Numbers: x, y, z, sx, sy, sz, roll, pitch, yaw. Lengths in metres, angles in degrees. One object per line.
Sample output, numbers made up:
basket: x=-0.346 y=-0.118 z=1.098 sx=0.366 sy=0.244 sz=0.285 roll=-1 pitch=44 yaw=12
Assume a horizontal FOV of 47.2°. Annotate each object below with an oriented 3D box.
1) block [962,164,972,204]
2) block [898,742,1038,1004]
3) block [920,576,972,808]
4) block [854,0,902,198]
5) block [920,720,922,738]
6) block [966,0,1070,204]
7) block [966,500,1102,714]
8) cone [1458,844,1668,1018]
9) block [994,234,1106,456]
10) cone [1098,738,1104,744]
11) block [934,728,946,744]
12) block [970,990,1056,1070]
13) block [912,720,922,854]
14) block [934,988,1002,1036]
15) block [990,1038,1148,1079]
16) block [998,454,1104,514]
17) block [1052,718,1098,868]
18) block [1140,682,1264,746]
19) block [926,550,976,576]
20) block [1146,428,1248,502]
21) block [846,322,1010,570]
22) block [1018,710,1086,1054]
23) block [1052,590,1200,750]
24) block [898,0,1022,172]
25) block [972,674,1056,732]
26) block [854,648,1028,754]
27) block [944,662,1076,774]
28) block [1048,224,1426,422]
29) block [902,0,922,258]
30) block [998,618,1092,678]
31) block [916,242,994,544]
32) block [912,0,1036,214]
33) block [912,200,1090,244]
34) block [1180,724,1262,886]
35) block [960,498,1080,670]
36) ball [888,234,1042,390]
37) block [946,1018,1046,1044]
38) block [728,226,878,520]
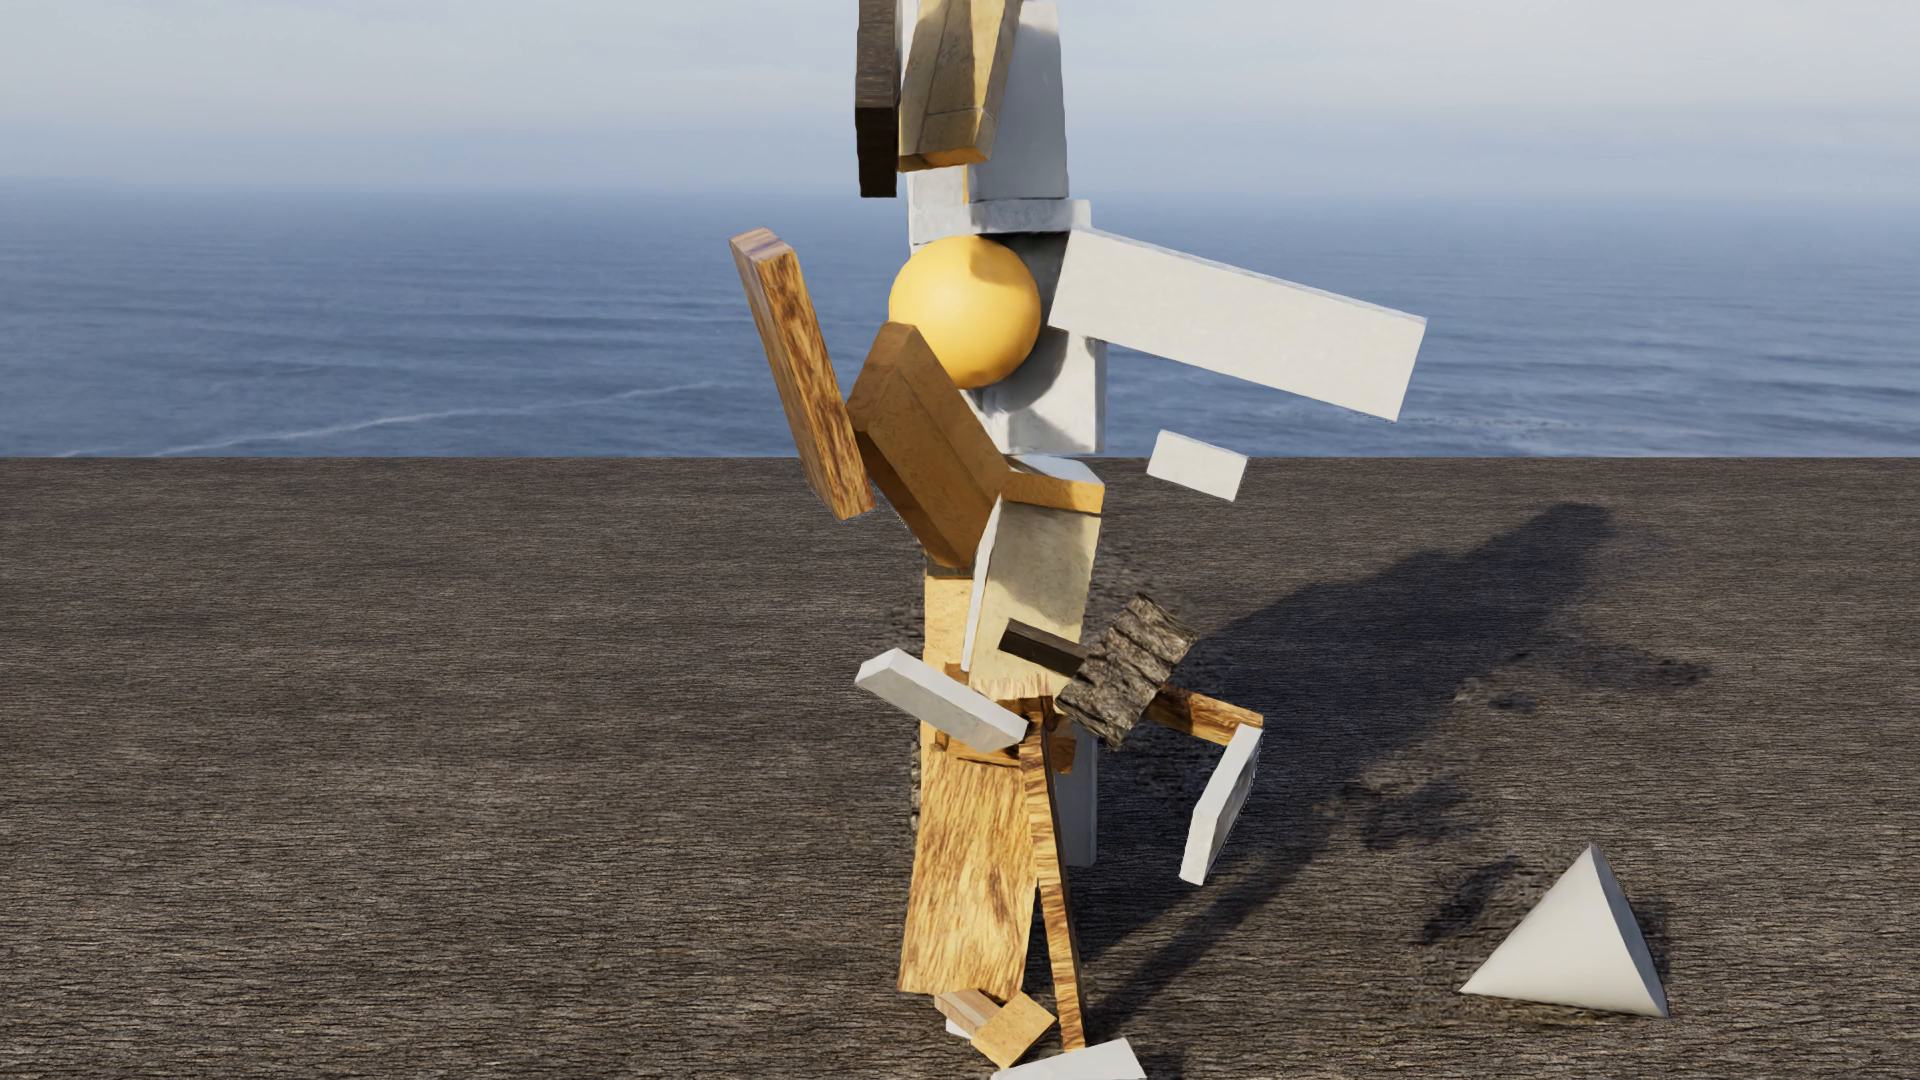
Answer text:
block: x=0.042 y=-0.584 z=3.394 sx=0.072 sy=0.145 sz=0.021 roll=-4 pitch=13 yaw=-18
block: x=0.021 y=0.485 z=3.192 sx=0.179 sy=0.357 sz=0.051 roll=8 pitch=7 yaw=-1
block: x=0.007 y=0.251 z=3.496 sx=0.131 sy=0.405 sz=0.037 roll=1 pitch=7 yaw=0
block: x=-0.105 y=-0.630 z=2.873 sx=0.047 sy=0.332 sz=0.166 roll=0 pitch=-32 yaw=1
block: x=0.025 y=0.286 z=3.742 sx=0.133 sy=0.038 sz=0.266 roll=2 pitch=10 yaw=10
block: x=0.078 y=-0.644 z=3.235 sx=0.144 sy=0.287 sz=0.041 roll=-4 pitch=3 yaw=-18
block: x=0.106 y=0.097 z=3.219 sx=0.148 sy=0.295 sz=0.042 roll=11 pitch=-4 yaw=-4
cone: x=0.850 y=0.615 z=3.209 sx=0.265 sy=0.265 sz=0.265 roll=-25 pitch=3 yaw=18
block: x=0.137 y=-0.294 z=3.326 sx=0.164 sy=0.329 sz=0.047 roll=1 pitch=0 yaw=25
cone: x=0.329 y=0.331 z=4.482 sx=0.177 sy=0.177 sz=0.177 roll=-5 pitch=0 yaw=-25
block: x=0.032 y=0.441 z=3.422 sx=0.179 sy=0.357 sz=0.051 roll=8 pitch=7 yaw=-3
block: x=0.074 y=0.675 z=3.028 sx=0.063 sy=0.018 sz=0.127 roll=35 pitch=33 yaw=17
block: x=0.013 y=0.441 z=3.941 sx=0.193 sy=0.193 sz=0.193 roll=0 pitch=11 yaw=1
block: x=0.020 y=0.667 z=3.104 sx=0.063 sy=0.018 sz=0.127 roll=-5 pitch=12 yaw=-26
block: x=0.146 y=0.707 z=2.804 sx=0.203 sy=0.029 sz=0.102 roll=-7 pitch=51 yaw=-32
block: x=0.125 y=-0.092 z=3.321 sx=0.148 sy=0.042 sz=0.295 roll=8 pitch=8 yaw=-5
block: x=0.169 y=0.428 z=3.811 sx=0.133 sy=0.266 sz=0.038 roll=3 pitch=11 yaw=18
block: x=0.299 y=0.232 z=3.041 sx=0.232 sy=0.067 sz=0.019 roll=19 pitch=48 yaw=2
block: x=0.012 y=0.013 z=3.555 sx=0.131 sy=0.037 sz=0.262 roll=1 pitch=11 yaw=-1
block: x=0.345 y=-0.109 z=3.205 sx=0.133 sy=0.067 sz=0.019 roll=18 pitch=21 yaw=5
block: x=-0.043 y=-0.120 z=2.893 sx=0.047 sy=0.166 sz=0.332 roll=7 pitch=-28 yaw=31
block: x=0.128 y=0.470 z=2.997 sx=0.030 sy=0.472 sz=0.104 roll=-7 pitch=19 yaw=6
block: x=0.223 y=0.172 z=2.939 sx=0.102 sy=0.029 sz=0.203 roll=37 pitch=60 yaw=5
block: x=-0.004 y=-0.653 z=3.053 sx=0.144 sy=0.287 sz=0.041 roll=-1 pitch=-23 yaw=32
block: x=0.075 y=0.227 z=2.994 sx=0.104 sy=0.030 sz=0.209 roll=-6 pitch=-18 yaw=2
block: x=-0.025 y=0.213 z=2.888 sx=0.209 sy=0.030 sz=0.104 roll=30 pitch=-26 yaw=-18
block: x=0.068 y=0.261 z=3.279 sx=0.179 sy=0.051 sz=0.357 roll=8 pitch=10 yaw=-3
block: x=0.388 y=-0.309 z=3.107 sx=0.510 sy=0.144 sz=0.041 roll=16 pitch=22 yaw=7
block: x=-0.002 y=-0.607 z=3.609 sx=0.173 sy=0.566 sz=0.049 roll=-3 pitch=9 yaw=-4
block: x=0.123 y=0.154 z=3.068 sx=0.133 sy=0.019 sz=0.067 roll=21 pitch=-29 yaw=1
block: x=0.019 y=-0.230 z=3.472 sx=0.164 sy=0.470 sz=0.047 roll=1 pitch=6 yaw=-3
block: x=0.020 y=-0.687 z=3.418 sx=0.173 sy=0.346 sz=0.049 roll=-5 pitch=25 yaw=-15
block: x=0.059 y=-0.485 z=3.365 sx=0.164 sy=0.047 sz=0.328 roll=-4 pitch=5 yaw=-20
block: x=0.317 y=0.318 z=2.662 sx=0.029 sy=0.102 sz=0.203 roll=17 pitch=31 yaw=15
block: x=0.094 y=0.065 z=3.401 sx=0.148 sy=0.295 sz=0.042 roll=9 pitch=-3 yaw=-3
ball: x=0.007 y=-0.335 z=3.236 sx=0.226 sy=0.226 sz=0.226 roll=0 pitch=11 yaw=0
block: x=0.050 y=0.688 z=3.092 sx=0.127 sy=0.018 sz=0.063 roll=8 pitch=13 yaw=37
block: x=-0.191 y=-0.203 z=2.663 sx=0.047 sy=0.332 sz=0.166 roll=-21 pitch=23 yaw=-10
